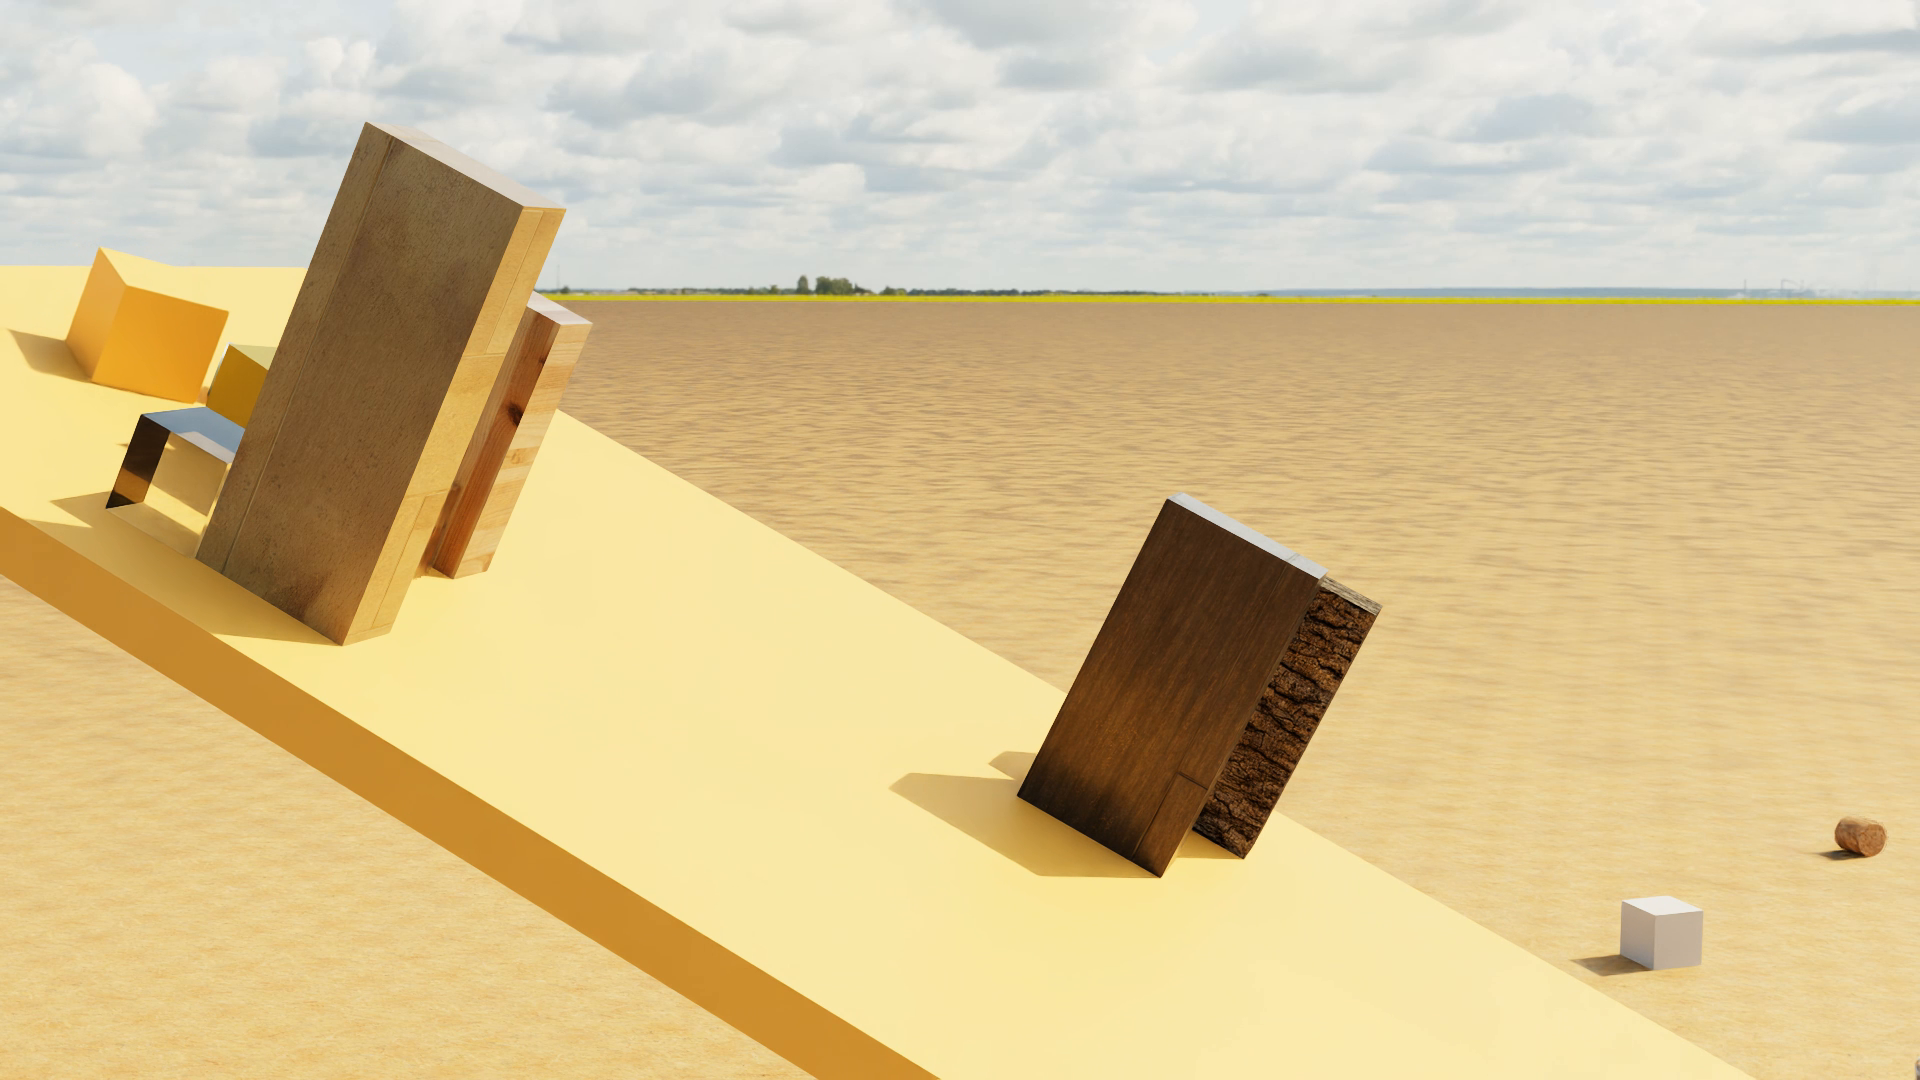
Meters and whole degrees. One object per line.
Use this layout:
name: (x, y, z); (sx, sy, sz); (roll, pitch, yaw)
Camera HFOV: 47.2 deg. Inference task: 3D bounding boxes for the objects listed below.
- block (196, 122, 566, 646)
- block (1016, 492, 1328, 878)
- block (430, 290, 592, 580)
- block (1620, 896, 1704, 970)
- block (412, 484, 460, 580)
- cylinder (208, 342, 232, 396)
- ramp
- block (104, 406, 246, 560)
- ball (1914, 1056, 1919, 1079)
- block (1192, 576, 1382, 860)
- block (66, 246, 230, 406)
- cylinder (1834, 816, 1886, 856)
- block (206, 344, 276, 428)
block: (-0.934, -0.246, 3.527); (0.300, 0.775, 0.141); (29, 14, 12)
block: (0.406, 0.277, 4.231); (0.321, 0.659, 0.134); (29, 14, 12)
block: (-0.984, -0.264, 4.049); (0.440, 0.517, 0.124); (29, 14, 12)
block: (1.895, 1.061, 5.942); (0.151, 0.151, 0.151); (-2, 7, -18)
block: (-1.025, -0.041, 3.863); (0.180, 0.180, 0.180); (27, 14, 7)
cylinder: (-1.410, -0.318, 4.343); (0.114, 0.114, 0.114); (21, 0, -18)
ramp: (-0.246, 0.415, 4.160); (4.000, 0.100, 2.000); (29, 14, 12)
block: (-1.265, -0.098, 3.652); (0.176, 0.176, 0.176); (28, 14, 11)
ball: (2.206, 1.196, 4.933); (0.122, 0.122, 0.122); (0, 7, 0)
block: (0.568, 0.310, 4.564); (0.370, 0.581, 0.129); (29, 14, 12)
block: (-1.563, -0.411, 4.227); (0.201, 0.201, 0.201); (14, 18, -41)
cylinder: (2.882, 0.949, 7.042); (0.108, 0.108, 0.108); (-3, 7, -20)
block: (-1.308, -0.260, 4.198); (0.165, 0.165, 0.165); (31, 15, 22)
